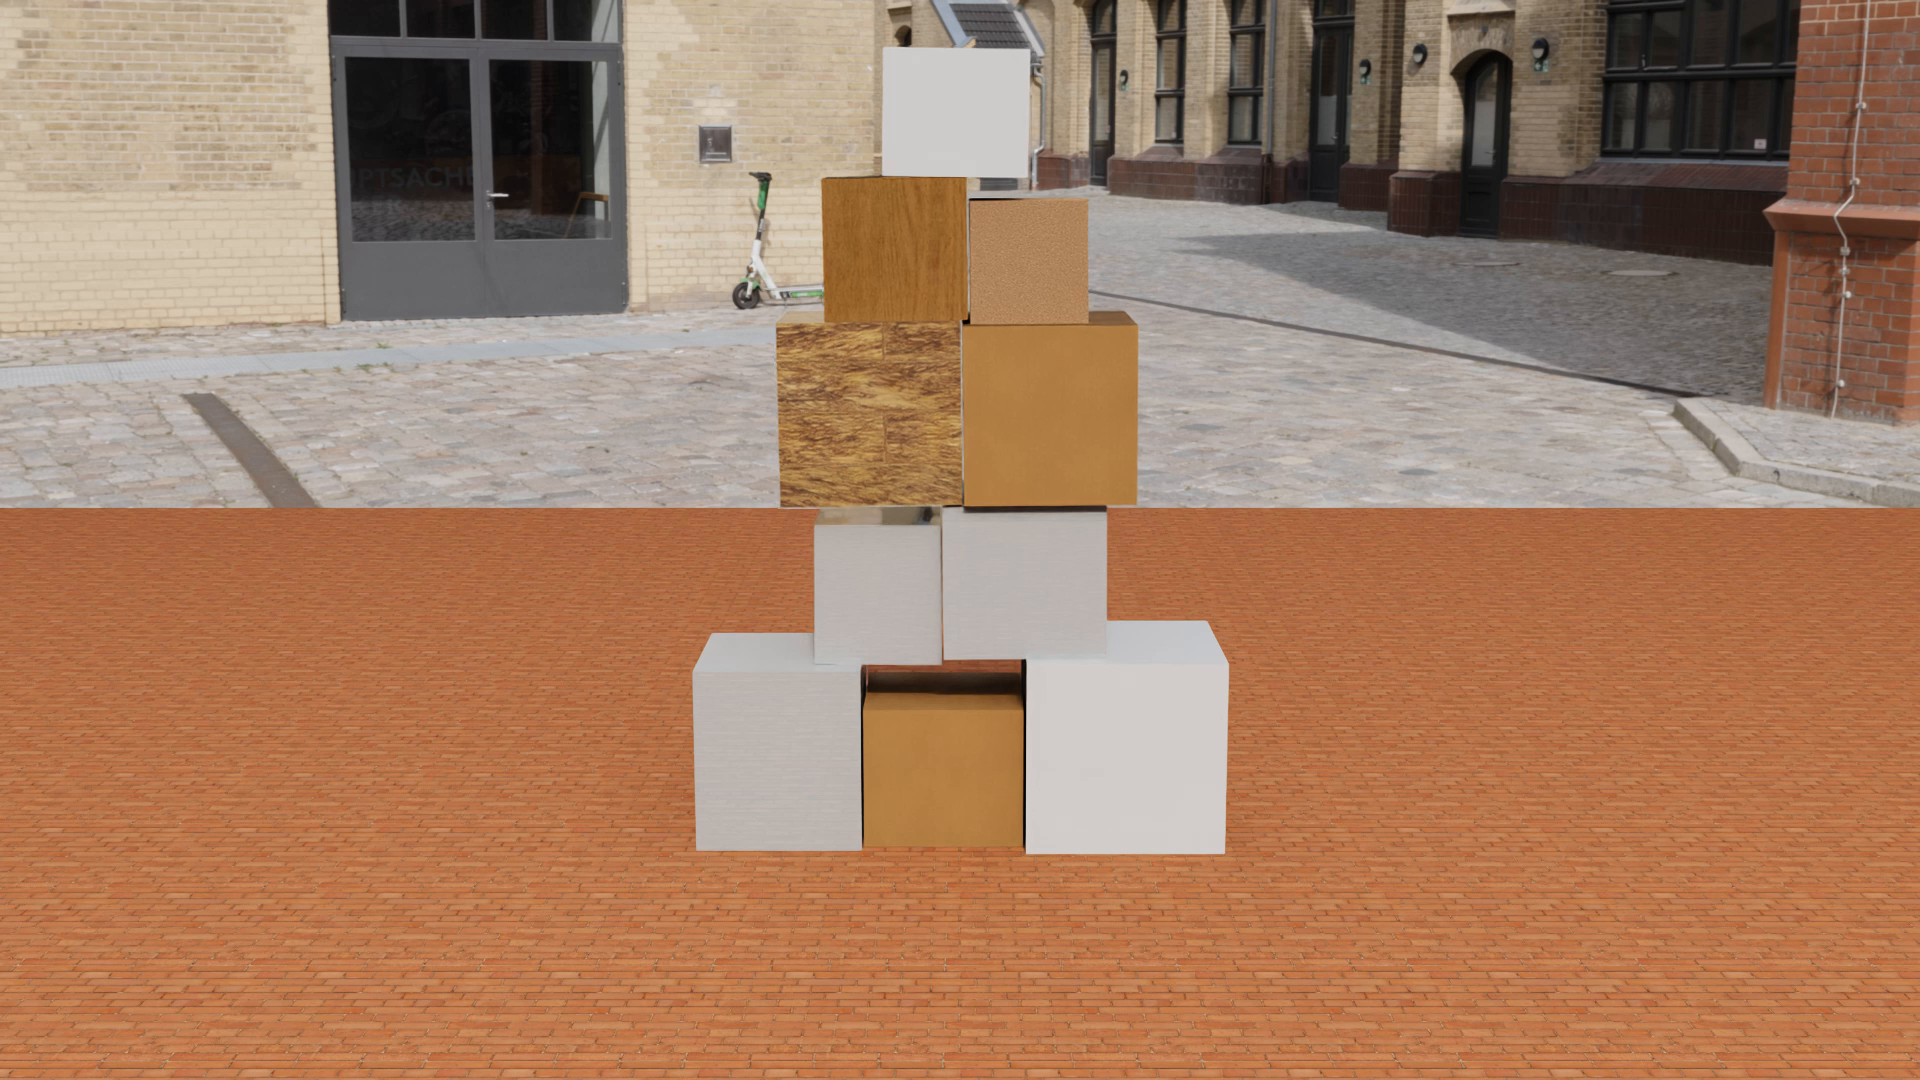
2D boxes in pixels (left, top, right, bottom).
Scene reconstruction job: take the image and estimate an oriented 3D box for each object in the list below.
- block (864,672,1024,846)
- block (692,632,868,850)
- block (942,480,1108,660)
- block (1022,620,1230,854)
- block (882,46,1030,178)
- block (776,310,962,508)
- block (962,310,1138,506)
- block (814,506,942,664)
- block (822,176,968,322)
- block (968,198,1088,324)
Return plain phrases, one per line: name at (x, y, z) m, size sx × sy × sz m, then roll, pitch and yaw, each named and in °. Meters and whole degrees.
block at (-0.082, 1.125, 11.398) m, size 0.800 × 0.709 × 0.790 m, roll 0°, pitch 10°, yaw 0°
block at (-0.906, 1.025, 11.357) m, size 0.828 × 0.920 × 0.867 m, roll 0°, pitch 10°, yaw 0°
block at (0.319, 0.137, 11.205) m, size 0.807 × 0.779 × 0.785 m, roll -1°, pitch 10°, yaw 0°
block at (0.824, 0.998, 11.360) m, size 0.992 × 0.972 × 0.991 m, roll 0°, pitch 10°, yaw 0°
block at (-0.020, -2.093, 10.796) m, size 0.697 × 0.603 × 0.667 m, roll 1°, pitch 10°, yaw 0°
block at (-0.438, -0.676, 11.039) m, size 0.887 × 0.895 × 0.786 m, roll -1°, pitch 10°, yaw 0°
block at (0.437, -0.678, 11.064) m, size 0.841 × 0.872 × 0.909 m, roll -1°, pitch 10°, yaw 0°
block at (-0.406, 0.222, 11.233) m, size 0.635 × 0.704 × 0.610 m, roll 0°, pitch 10°, yaw 0°
block at (-0.313, -1.456, 10.910) m, size 0.696 × 0.683 × 0.653 m, roll -1°, pitch 10°, yaw 0°
block at (0.335, -1.392, 10.910) m, size 0.574 × 0.590 × 0.566 m, roll -1°, pitch 10°, yaw 0°
